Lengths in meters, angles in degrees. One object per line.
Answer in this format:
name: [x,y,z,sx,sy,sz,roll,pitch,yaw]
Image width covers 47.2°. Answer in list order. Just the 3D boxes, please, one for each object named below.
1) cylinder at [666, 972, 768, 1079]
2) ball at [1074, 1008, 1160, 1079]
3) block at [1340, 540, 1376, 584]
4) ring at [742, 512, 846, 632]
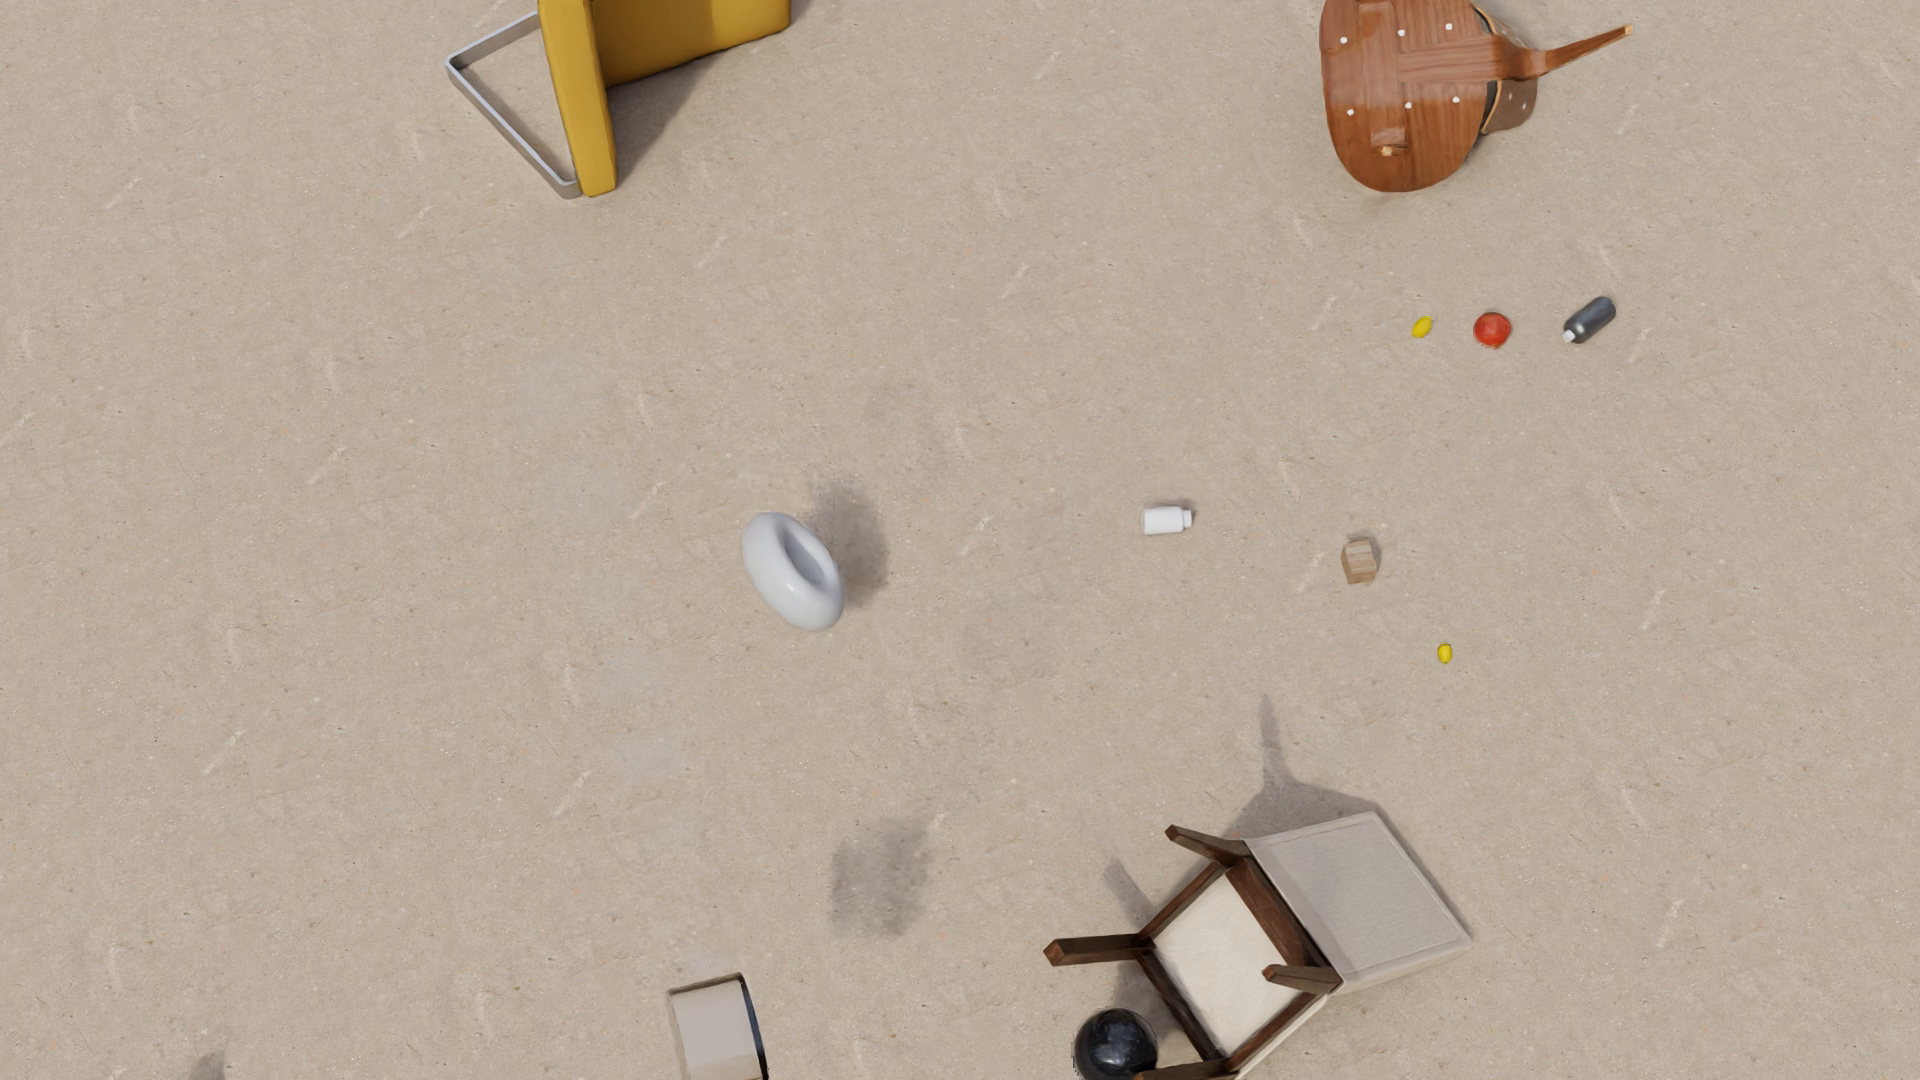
cylinder: [-0.556,1.147,5.035,0.173,0.185,0.286,-11,68,-16]
ball: [0.387,1.267,5.445,0.212,0.212,0.212,0,56,0]
block: [1.175,0.066,6.484,0.074,0.076,0.097,-7,56,-5]
ring: [-0.471,0.087,6.213,0.386,0.144,0.244,54,35,10]
